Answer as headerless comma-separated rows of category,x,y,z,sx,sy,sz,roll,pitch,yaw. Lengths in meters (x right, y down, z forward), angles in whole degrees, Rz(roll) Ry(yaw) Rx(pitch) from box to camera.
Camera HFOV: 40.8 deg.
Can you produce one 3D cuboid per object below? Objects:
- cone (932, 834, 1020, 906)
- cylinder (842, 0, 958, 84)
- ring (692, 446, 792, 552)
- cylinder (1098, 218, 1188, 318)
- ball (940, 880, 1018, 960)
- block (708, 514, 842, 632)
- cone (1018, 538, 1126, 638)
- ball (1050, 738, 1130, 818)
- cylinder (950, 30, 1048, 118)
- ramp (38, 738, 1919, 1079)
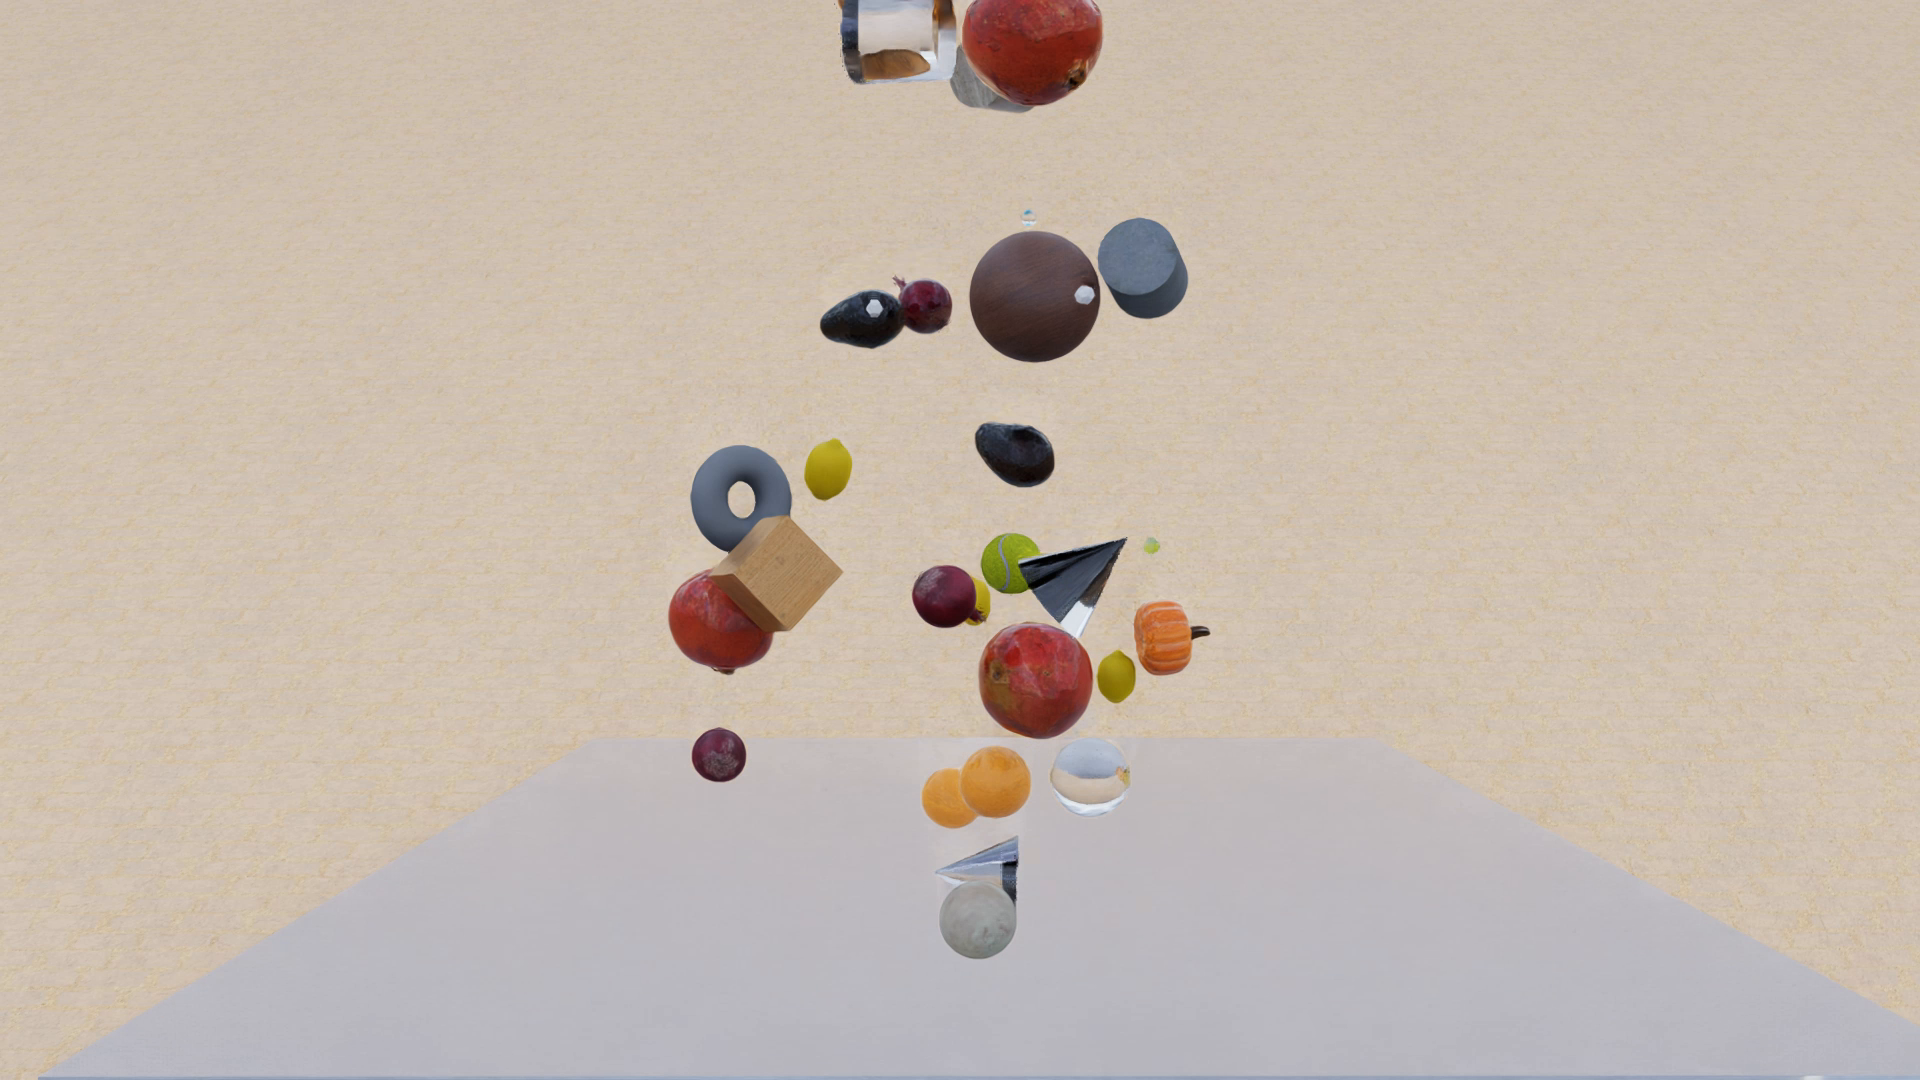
cone,0.016,0.374,2.886,0.095,0.095,0.095,3,29,2
cylinder,-0.054,-0.456,2.334,0.085,0.085,0.085,0,28,15
ring,-0.228,-0.042,2.701,0.115,0.115,0.038,-21,8,-33
cylinder,0.181,-0.267,2.551,0.078,0.078,0.078,8,-10,15
ball,0.019,0.393,2.677,0.081,0.081,0.081,0,29,0
block,-0.186,0.034,2.612,0.082,0.082,0.082,-48,15,-17
cone,0.124,0.027,2.495,0.097,0.097,0.097,-39,27,13
ball,0.138,0.251,2.733,0.084,0.084,0.084,0,29,0
cylinder,0.037,-0.449,2.492,0.069,0.069,0.069,27,11,40
ramp,0.064,0.575,4.619,2.000,0.100,4.000,0,1,0
